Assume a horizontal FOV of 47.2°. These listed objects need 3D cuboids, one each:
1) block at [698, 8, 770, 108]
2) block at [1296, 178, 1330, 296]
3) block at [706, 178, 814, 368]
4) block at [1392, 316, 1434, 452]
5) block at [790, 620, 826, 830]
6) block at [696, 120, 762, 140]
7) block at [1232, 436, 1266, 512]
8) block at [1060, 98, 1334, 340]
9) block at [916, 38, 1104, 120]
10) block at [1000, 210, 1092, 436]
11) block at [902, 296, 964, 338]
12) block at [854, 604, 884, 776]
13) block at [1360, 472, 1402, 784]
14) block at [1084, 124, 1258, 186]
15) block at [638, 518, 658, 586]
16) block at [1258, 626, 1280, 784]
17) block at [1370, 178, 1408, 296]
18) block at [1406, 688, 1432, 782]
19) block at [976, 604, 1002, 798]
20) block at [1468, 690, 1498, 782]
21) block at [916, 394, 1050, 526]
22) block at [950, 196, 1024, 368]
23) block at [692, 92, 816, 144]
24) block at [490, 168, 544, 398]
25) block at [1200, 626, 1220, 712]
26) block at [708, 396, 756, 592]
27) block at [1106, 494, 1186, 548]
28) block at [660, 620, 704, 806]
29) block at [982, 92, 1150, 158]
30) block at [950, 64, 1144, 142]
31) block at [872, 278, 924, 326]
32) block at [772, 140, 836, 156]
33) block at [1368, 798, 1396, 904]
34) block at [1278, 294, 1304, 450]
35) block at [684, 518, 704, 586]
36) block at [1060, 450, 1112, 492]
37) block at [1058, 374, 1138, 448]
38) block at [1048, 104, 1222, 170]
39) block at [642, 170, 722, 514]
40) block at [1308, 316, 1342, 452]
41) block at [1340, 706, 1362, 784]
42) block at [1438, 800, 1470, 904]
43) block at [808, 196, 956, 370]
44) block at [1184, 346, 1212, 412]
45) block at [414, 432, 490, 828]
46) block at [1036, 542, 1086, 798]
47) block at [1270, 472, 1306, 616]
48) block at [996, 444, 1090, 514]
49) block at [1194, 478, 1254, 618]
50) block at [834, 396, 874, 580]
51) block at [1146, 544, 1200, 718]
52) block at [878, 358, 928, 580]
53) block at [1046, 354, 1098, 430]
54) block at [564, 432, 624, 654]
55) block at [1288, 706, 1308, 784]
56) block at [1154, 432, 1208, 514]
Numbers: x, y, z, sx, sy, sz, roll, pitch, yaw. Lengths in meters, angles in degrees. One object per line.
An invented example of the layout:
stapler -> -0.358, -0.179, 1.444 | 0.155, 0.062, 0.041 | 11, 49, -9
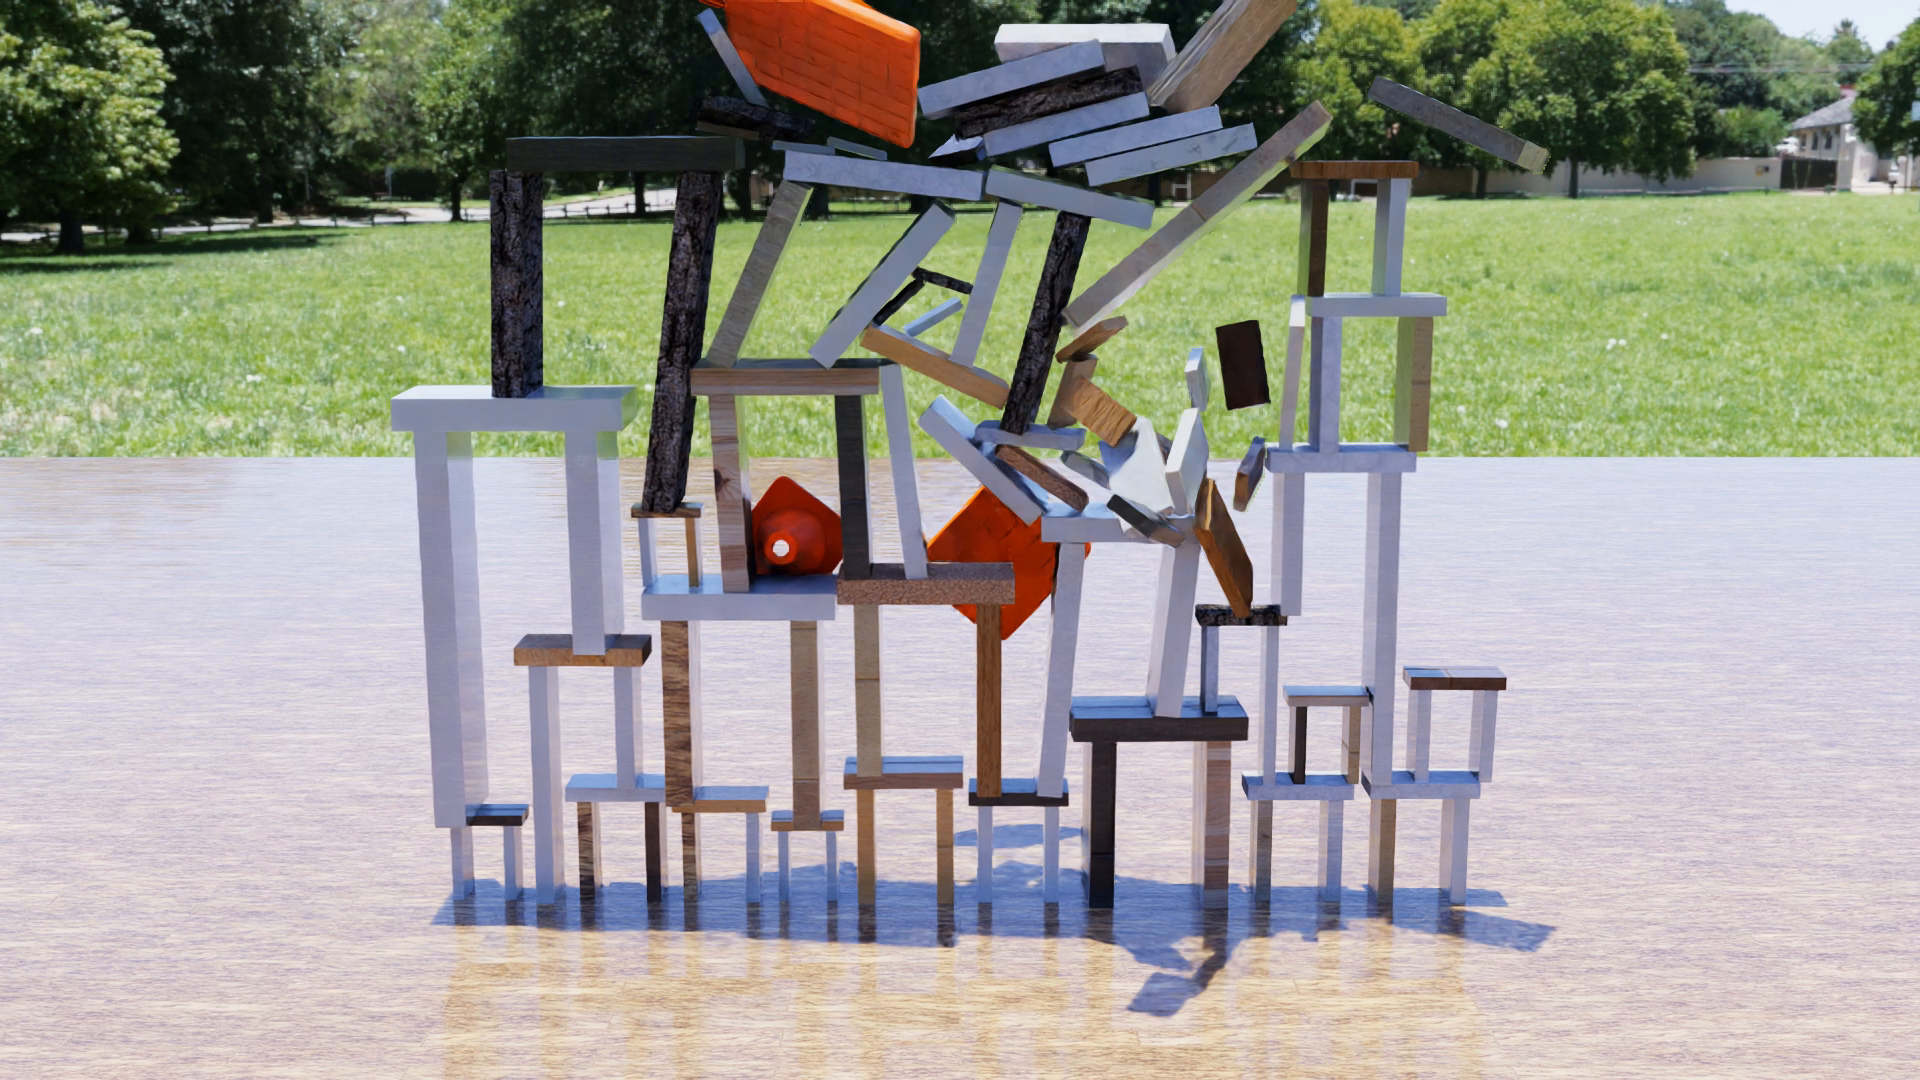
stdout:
block -> -0.352, -0.745, 3.462 | 0.025, 0.176, 0.088 | -31, 39, 1
block -> 0.558, -0.479, 3.476 | 0.026, 0.183, 0.091 | 1, 10, -2
block -> -0.315, -0.424, 3.469 | 0.043, 0.302, 0.151 | 24, 10, -5
block -> 0.725, -0.254, 3.520 | 0.030, 0.214, 0.107 | 0, 10, -2
block -> -0.249, 0.285, 3.609 | 0.044, 0.348, 0.154 | 0, 11, 0
block -> -0.358, -0.635, 3.414 | 0.096, 0.014, 0.048 | 10, 11, -2
block -> 0.455, -0.104, 3.458 | 0.019, 0.067, 0.134 | 11, 30, 15
block -> 0.364, -0.493, 3.416 | 0.509, 0.037, 0.130 | -40, -4, 1
block -> 0.080, -0.707, 3.381 | 0.283, 0.040, 0.142 | -15, 6, 5
block -> 0.136, -0.344, 3.457 | 0.037, 0.350, 0.130 | 17, 14, 7
block -> -0.042, -0.352, 3.474 | 0.097, 0.014, 0.049 | -30, 17, -2
block -> -0.148, 0.230, 3.605 | 0.040, 0.284, 0.142 | -1, 11, 0
block -> 0.685, 0.136, 3.589 | 0.033, 0.513, 0.116 | 0, 10, 0
block -> 0.327, -0.594, 3.397 | 0.260, 0.037, 0.130 | -12, 7, 9
block -> -0.506, 0.015, 3.564 | 0.016, 0.113, 0.056 | -2, 11, 2
block -> 0.506, 0.263, 3.610 | 0.020, 0.267, 0.071 | 0, 10, 0
block -> 0.679, -0.480, 3.481 | 0.026, 0.183, 0.091 | 1, 10, -3
block -> 0.754, 0.313, 3.617 | 0.022, 0.155, 0.077 | 0, 10, 0
block -> 0.048, 0.247, 3.610 | 0.040, 0.319, 0.142 | 0, 10, 1
block -> 0.860, 0.313, 3.617 | 0.022, 0.155, 0.077 | 2, 11, 0
block -> 0.039, -0.131, 3.545 | 0.245, 0.035, 0.122 | 43, 15, -5
block -> 0.042, -0.409, 3.453 | 0.037, 0.259, 0.130 | 17, 15, -3
block -> -0.323, -0.654, 3.435 | 0.176, 0.025, 0.088 | 12, -10, -16
block -> -0.701, -0.410, 3.484 | 0.049, 0.348, 0.174 | 2, 11, -1
block -> 0.408, 0.203, 3.596 | 0.020, 0.142, 0.071 | 0, 11, -1
block -> -0.366, -0.085, 3.542 | 0.042, 0.315, 0.148 | -3, 11, 0
block -> 0.268, -0.027, 3.156 | 0.079, 0.022, 0.157 | 38, 8, 20
block -> -0.455, 0.266, 3.606 | 0.044, 0.309, 0.154 | 0, 11, 0
block -> 0.162, -0.644, 3.417 | 0.255, 0.036, 0.127 | -14, 9, 2
block -> 0.132, -0.676, 3.407 | 0.283, 0.040, 0.142 | -15, 9, -2
block -> -0.097, -0.376, 3.468 | 0.097, 0.014, 0.049 | -41, 11, 7
block -> -0.244, -0.611, 3.430 | 0.096, 0.014, 0.048 | 5, 10, -8
block -> 0.700, 0.502, 3.650 | 0.025, 0.179, 0.090 | 0, 11, 0
block -> 0.519, -0.260, 3.444 | 0.022, 0.248, 0.079 | 3, 43, 6
block -> -0.431, 0.015, 3.563 | 0.016, 0.112, 0.056 | -2, 11, 1
block -> 0.241, -0.096, 3.524 | 0.166, 0.023, 0.083 | 29, 8, -7
block -> 0.210, -0.196, 3.353 | 0.116, 0.058, 0.016 | 40, 10, 23
block -> 0.270, -0.622, 3.407 | 0.263, 0.036, 0.127 | -12, 6, 5
block -> -0.442, -0.319, 3.499 | 0.049, 0.533, 0.174 | 8, 11, -2
block -> 0.583, -0.253, 3.515 | 0.030, 0.214, 0.107 | 0, 10, -1
block -> 0.644, 0.330, 3.624 | 0.019, 0.131, 0.066 | 0, 11, 0
block -> 0.820, 0.502, 3.650 | 0.025, 0.179, 0.090 | 0, 11, 0
block -> -0.122, -0.406, 3.459 | 0.043, 0.302, 0.151 | 40, 10, -8
block -> 0.367, -0.246, 3.382 | 0.019, 0.067, 0.134 | -10, 18, 14
block -> -0.825, 0.131, 3.576 | 0.051, 0.645, 0.180 | 0, 11, 0
block -> 0.163, 0.199, 3.594 | 0.040, 0.418, 0.142 | 5, 10, 0
block -> 0.531, -0.002, 3.565 | 0.033, 0.232, 0.116 | 0, 10, -1
block -> 0.132, -0.106, 3.545 | 0.166, 0.023, 0.083 | 34, 10, -6
block -> 0.412, 0.016, 3.417 | 0.024, 0.085, 0.331 | -2, -26, 18
block -> -0.170, -0.095, 3.542 | 0.042, 0.295, 0.148 | -3, 11, 0
block -> 0.346, 0.133, 3.580 | 0.040, 0.284, 0.142 | 5, 10, -3
block -> -0.089, -0.118, 3.533 | 0.035, 0.343, 0.122 | -7, 11, 1
block -> 0.177, -0.235, 3.477 | 0.016, 0.121, 0.058 | 35, 32, 30
block -> -0.589, -0.010, 3.553 | 0.051, 0.359, 0.180 | 0, 11, 1
block -> 0.556, 0.330, 3.624 | 0.019, 0.131, 0.066 | 0, 11, -1
block -> 0.331, -0.105, 3.424 | 0.024, 0.085, 0.170 | -11, -22, 35
